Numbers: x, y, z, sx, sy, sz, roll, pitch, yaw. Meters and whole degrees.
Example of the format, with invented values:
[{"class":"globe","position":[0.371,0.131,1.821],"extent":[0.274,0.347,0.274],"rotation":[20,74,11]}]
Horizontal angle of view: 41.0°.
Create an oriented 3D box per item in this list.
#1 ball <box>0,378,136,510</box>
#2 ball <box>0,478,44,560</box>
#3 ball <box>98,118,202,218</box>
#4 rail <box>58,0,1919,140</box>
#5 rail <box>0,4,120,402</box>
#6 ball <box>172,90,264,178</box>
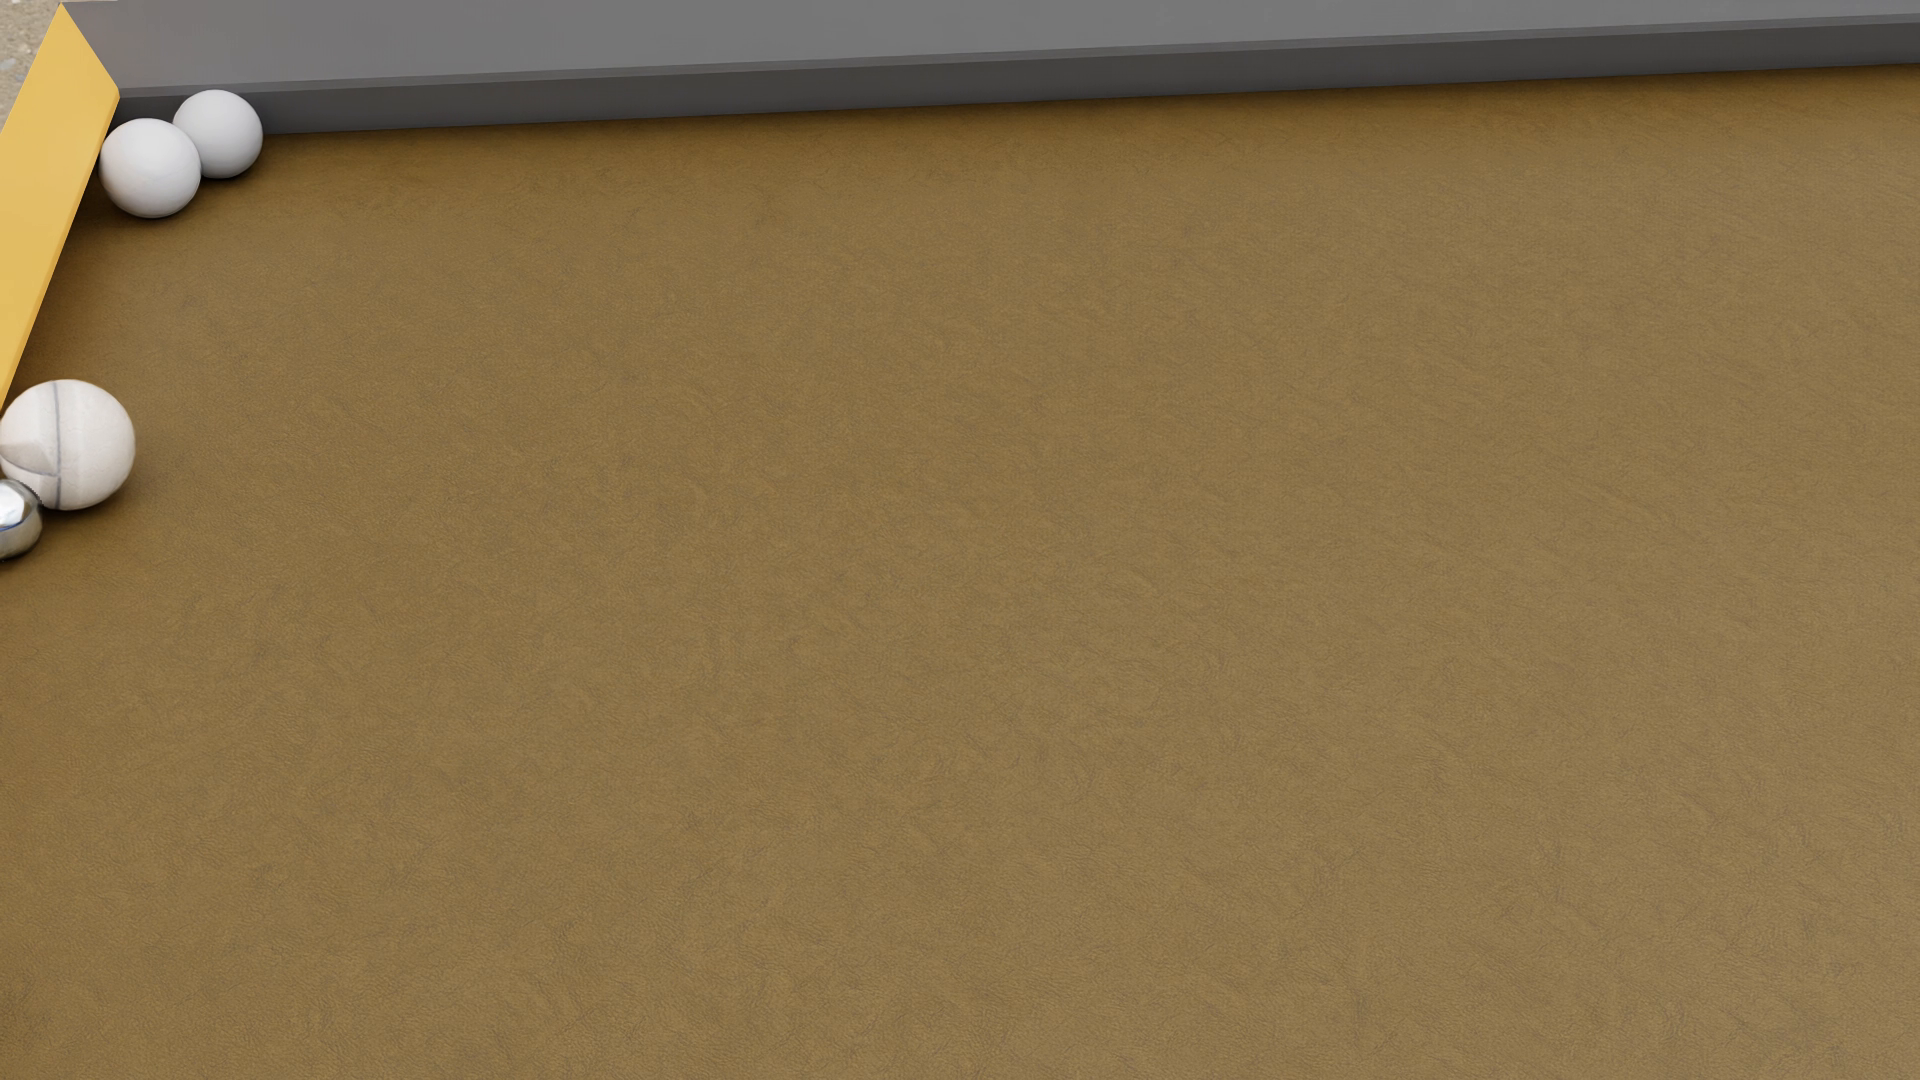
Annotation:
[{"class":"ball","position":[-0.622,-0.066,1.787],"extent":[0.092,0.092,0.092],"rotation":[0,36,0]},{"class":"ball","position":[-0.653,-0.014,1.746],"extent":[0.055,0.055,0.055],"rotation":[0,36,0]},{"class":"ball","position":[-0.674,-0.309,2.134],"extent":[0.083,0.083,0.083],"rotation":[0,36,0]},{"class":"rail","position":[0.630,-0.472,2.319],"extent":[2.807,0.130,0.045],"rotation":[-3,36,-5]},{"class":"rail","position":[-0.675,0.016,1.637],"extent":[0.045,0.130,1.463],"rotation":[-3,36,-5]},{"class":"ball","position":[-0.635,-0.347,2.193],"extent":[0.076,0.076,0.076],"rotation":[0,36,0]}]
